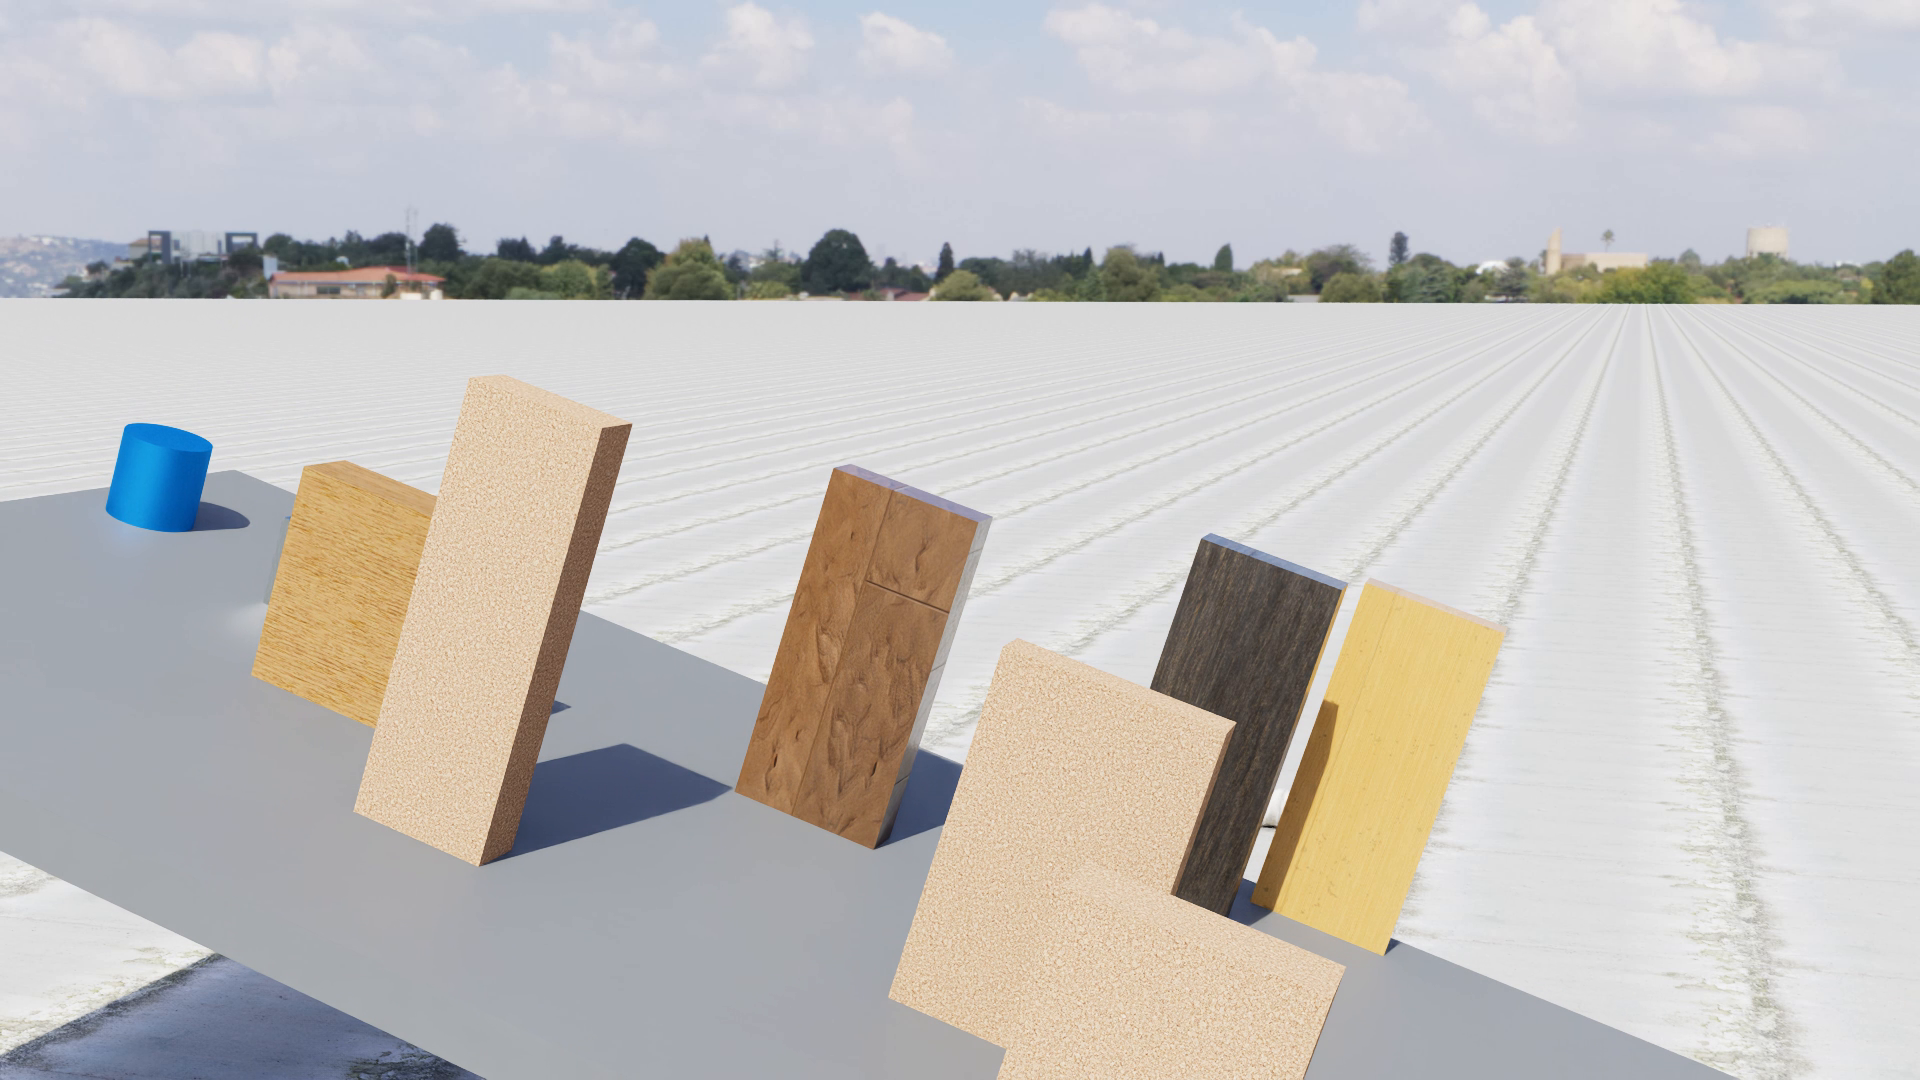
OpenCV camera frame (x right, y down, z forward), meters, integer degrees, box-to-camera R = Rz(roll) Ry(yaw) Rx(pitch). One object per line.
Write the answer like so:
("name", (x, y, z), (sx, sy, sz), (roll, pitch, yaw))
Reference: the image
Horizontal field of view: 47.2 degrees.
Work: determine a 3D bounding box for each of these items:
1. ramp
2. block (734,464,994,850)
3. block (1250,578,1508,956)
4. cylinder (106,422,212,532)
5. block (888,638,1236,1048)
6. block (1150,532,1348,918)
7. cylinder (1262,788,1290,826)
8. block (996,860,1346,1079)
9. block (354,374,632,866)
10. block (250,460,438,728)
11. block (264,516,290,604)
("ramp", (-0.354, 0.666, 4.224), (4.000, 0.100, 2.000), (21, 12, 14))
("block", (-0.198, 0.235, 4.444), (0.316, 0.707, 0.102), (21, 12, 14))
("block", (0.903, 0.491, 4.763), (0.308, 0.756, 0.088), (21, 12, 14))
("cylinder", (-1.833, -0.143, 5.035), (0.195, 0.195, 0.195), (17, 12, -4))
("block", (0.166, 0.543, 3.702), (0.395, 0.653, 0.090), (21, 12, 14))
("block", (0.514, 0.409, 4.488), (0.297, 0.789, 0.103), (21, 12, 14))
("cylinder", (1.074, 0.900, 7.384), (0.127, 0.127, 0.127), (3, 8, 26))
("block", (0.262, 0.778, 3.098), (0.392, 0.519, 0.143), (21, 12, 14))
("block", (-0.805, 0.138, 3.776), (0.255, 0.799, 0.116), (21, 12, 14))
("block", (-1.132, 0.117, 4.279), (0.372, 0.436, 0.142), (21, 12, 14))
("block", (-1.347, 0.069, 4.769), (0.197, 0.197, 0.197), (22, 12, 18))
